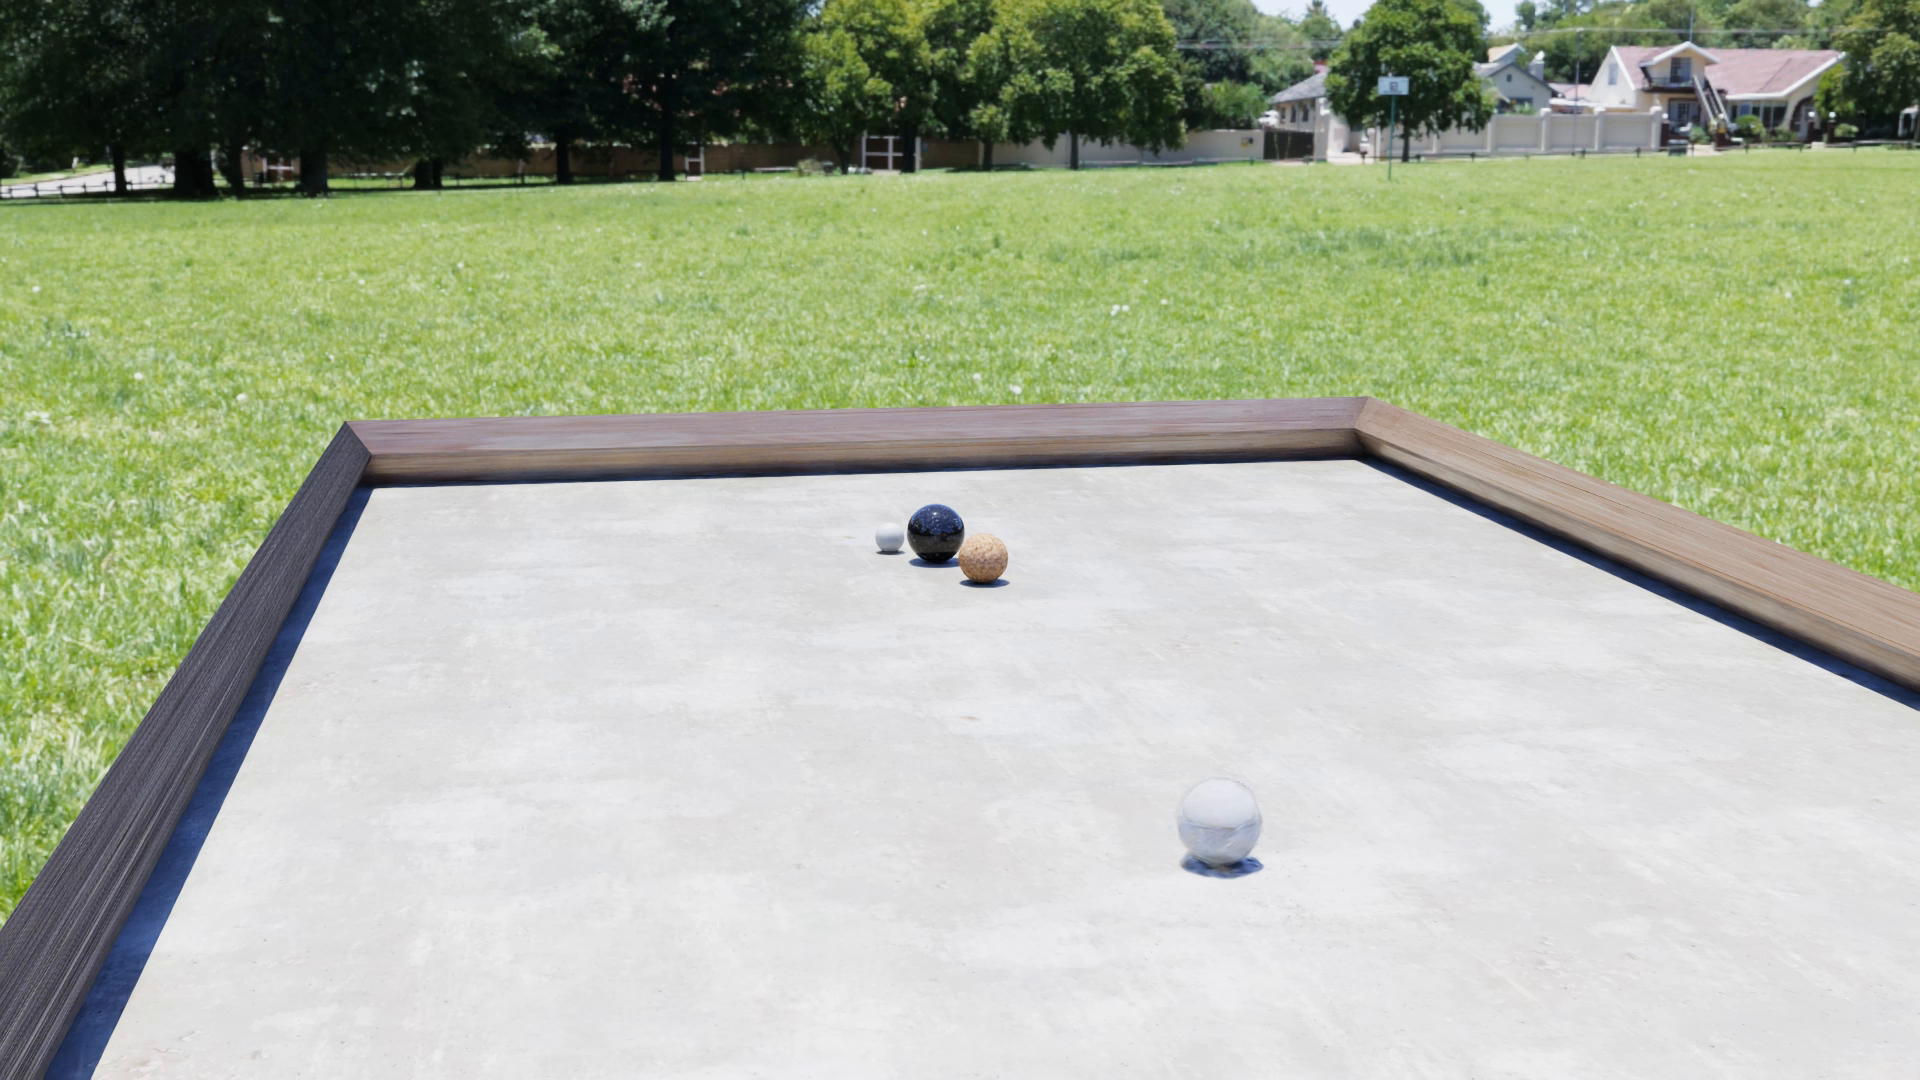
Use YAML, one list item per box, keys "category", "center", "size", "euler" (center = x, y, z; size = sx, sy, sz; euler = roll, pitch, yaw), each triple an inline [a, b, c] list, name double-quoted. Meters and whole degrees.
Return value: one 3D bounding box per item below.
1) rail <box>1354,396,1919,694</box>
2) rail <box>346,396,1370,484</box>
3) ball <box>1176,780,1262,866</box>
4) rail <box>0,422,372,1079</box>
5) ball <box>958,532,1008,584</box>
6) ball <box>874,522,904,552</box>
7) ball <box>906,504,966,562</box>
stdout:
- category: "rail"
  center: [1.015, 0.104, 2.443]
  size: [0.045, 0.108, 3.273]
  euler: [-2, 11, -10]
- category: "rail"
  center: [-0.140, -0.174, 3.848]
  size: [1.816, 0.108, 0.045]
  euler: [-2, 11, -10]
- category: "ball"
  center: [0.219, 0.239, 1.858]
  size: [0.073, 0.073, 0.073]
  euler: [0, 11, 0]
- category: "rail"
  center: [-0.726, 0.164, 2.138]
  size: [0.045, 0.108, 3.273]
  euler: [-2, 11, -10]
- category: "ball"
  center: [0.031, 0.024, 2.955]
  size: [0.068, 0.068, 0.068]
  euler: [0, 11, 0]
- category: "ball"
  center: [-0.101, -0.004, 3.158]
  size: [0.043, 0.043, 0.043]
  euler: [0, 11, 0]
- category: "ball"
  center: [-0.034, -0.010, 3.087]
  size: [0.083, 0.083, 0.083]
  euler: [0, 11, 0]
